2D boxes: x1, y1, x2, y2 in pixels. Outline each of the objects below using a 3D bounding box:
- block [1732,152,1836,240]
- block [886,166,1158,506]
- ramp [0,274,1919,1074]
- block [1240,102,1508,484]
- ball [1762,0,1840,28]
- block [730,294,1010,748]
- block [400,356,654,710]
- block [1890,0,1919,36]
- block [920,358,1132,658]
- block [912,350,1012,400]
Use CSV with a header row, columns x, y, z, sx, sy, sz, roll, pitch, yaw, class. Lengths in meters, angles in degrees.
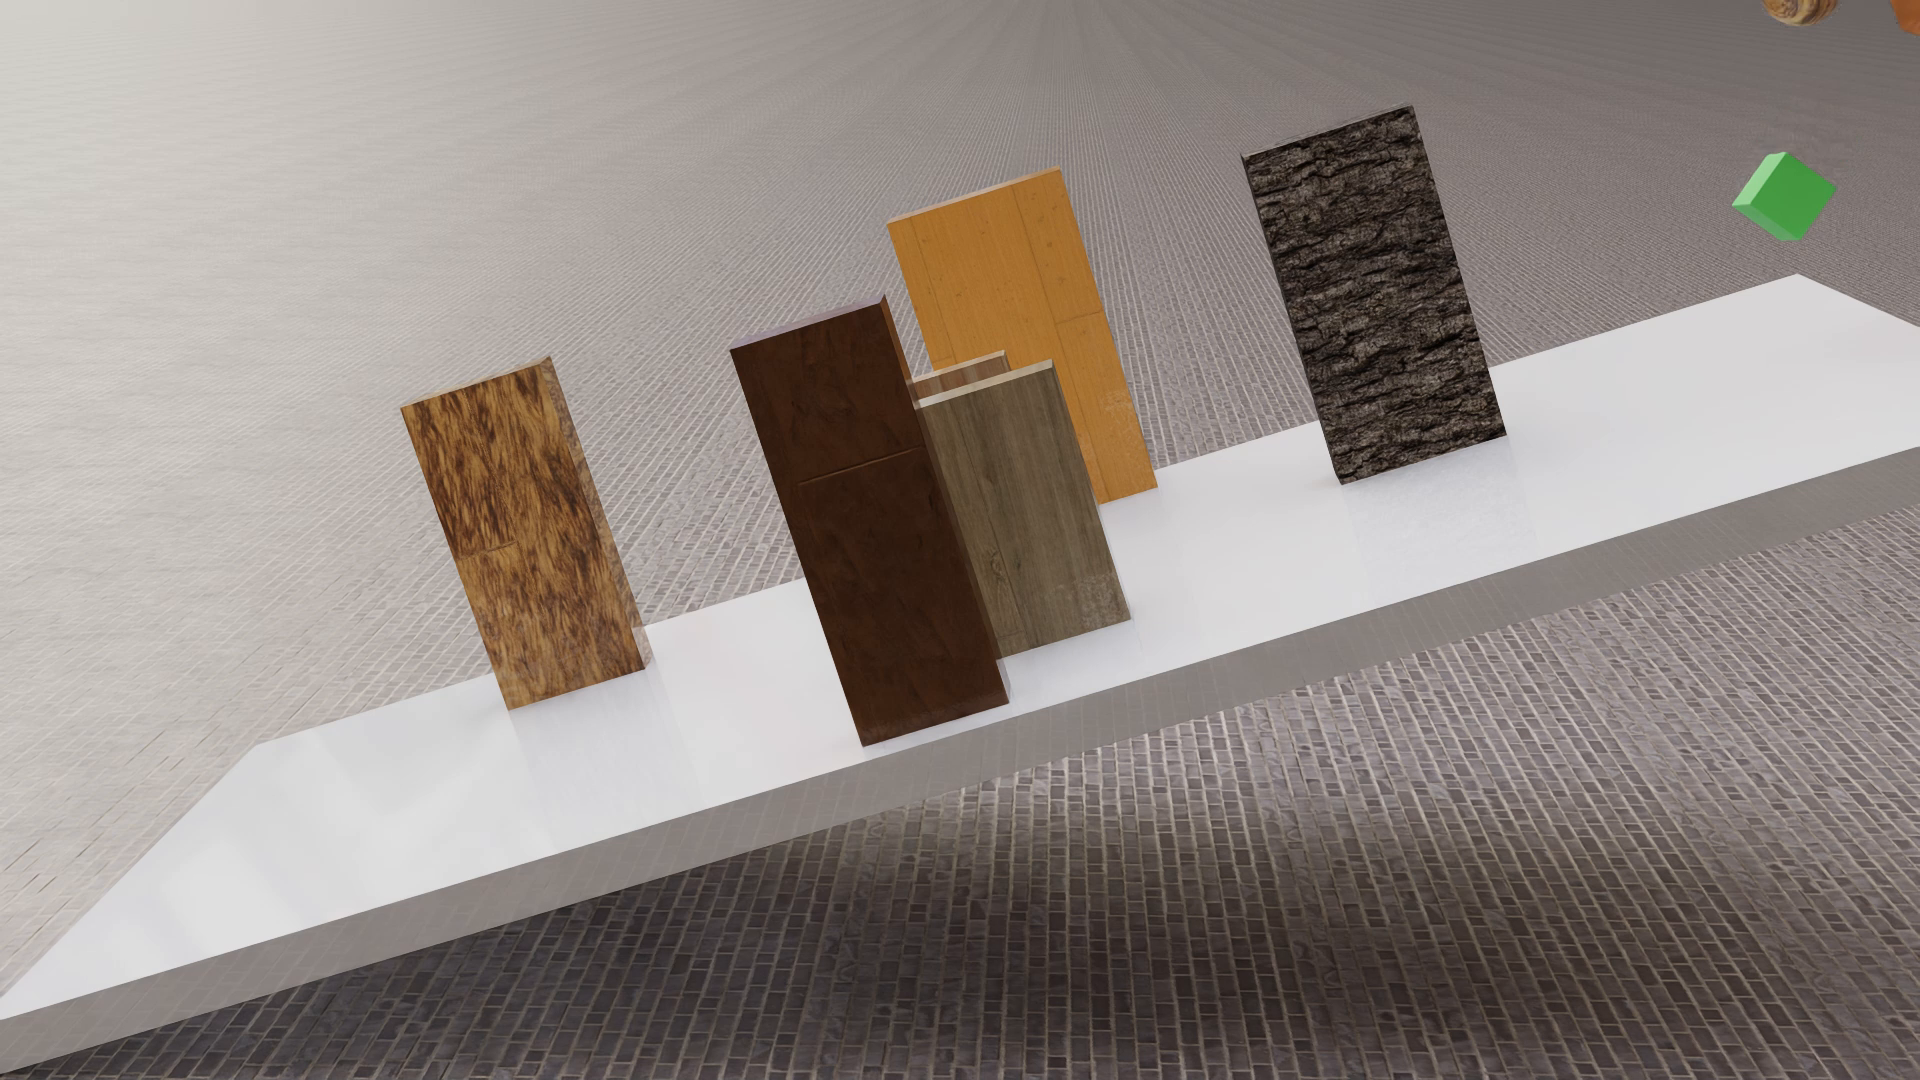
x,y,z,sx,sy,sz,roll,pitch,yaw,class
1.728,-0.720,6.170,0.131,0.131,0.131,34,4,-4,block
0.153,-0.449,7.043,0.426,0.791,0.147,-17,10,5,block
0.099,0.183,6.312,4.000,0.100,2.000,-17,10,5,ramp
0.894,-0.534,6.368,0.371,0.741,0.147,-17,10,5,block
1.701,-1.120,5.942,0.166,0.166,0.166,0,11,0,ball
-0.160,-0.035,5.440,0.286,0.778,0.144,-17,10,5,block
-1.004,-0.015,6.851,0.340,0.748,0.145,-17,10,5,block
1.879,-1.067,5.599,0.162,0.162,0.162,7,-29,-39,block
0.076,-0.045,5.806,0.384,0.523,0.123,-17,10,5,block
-0.030,-0.070,6.072,0.424,0.538,0.082,-17,10,5,block
